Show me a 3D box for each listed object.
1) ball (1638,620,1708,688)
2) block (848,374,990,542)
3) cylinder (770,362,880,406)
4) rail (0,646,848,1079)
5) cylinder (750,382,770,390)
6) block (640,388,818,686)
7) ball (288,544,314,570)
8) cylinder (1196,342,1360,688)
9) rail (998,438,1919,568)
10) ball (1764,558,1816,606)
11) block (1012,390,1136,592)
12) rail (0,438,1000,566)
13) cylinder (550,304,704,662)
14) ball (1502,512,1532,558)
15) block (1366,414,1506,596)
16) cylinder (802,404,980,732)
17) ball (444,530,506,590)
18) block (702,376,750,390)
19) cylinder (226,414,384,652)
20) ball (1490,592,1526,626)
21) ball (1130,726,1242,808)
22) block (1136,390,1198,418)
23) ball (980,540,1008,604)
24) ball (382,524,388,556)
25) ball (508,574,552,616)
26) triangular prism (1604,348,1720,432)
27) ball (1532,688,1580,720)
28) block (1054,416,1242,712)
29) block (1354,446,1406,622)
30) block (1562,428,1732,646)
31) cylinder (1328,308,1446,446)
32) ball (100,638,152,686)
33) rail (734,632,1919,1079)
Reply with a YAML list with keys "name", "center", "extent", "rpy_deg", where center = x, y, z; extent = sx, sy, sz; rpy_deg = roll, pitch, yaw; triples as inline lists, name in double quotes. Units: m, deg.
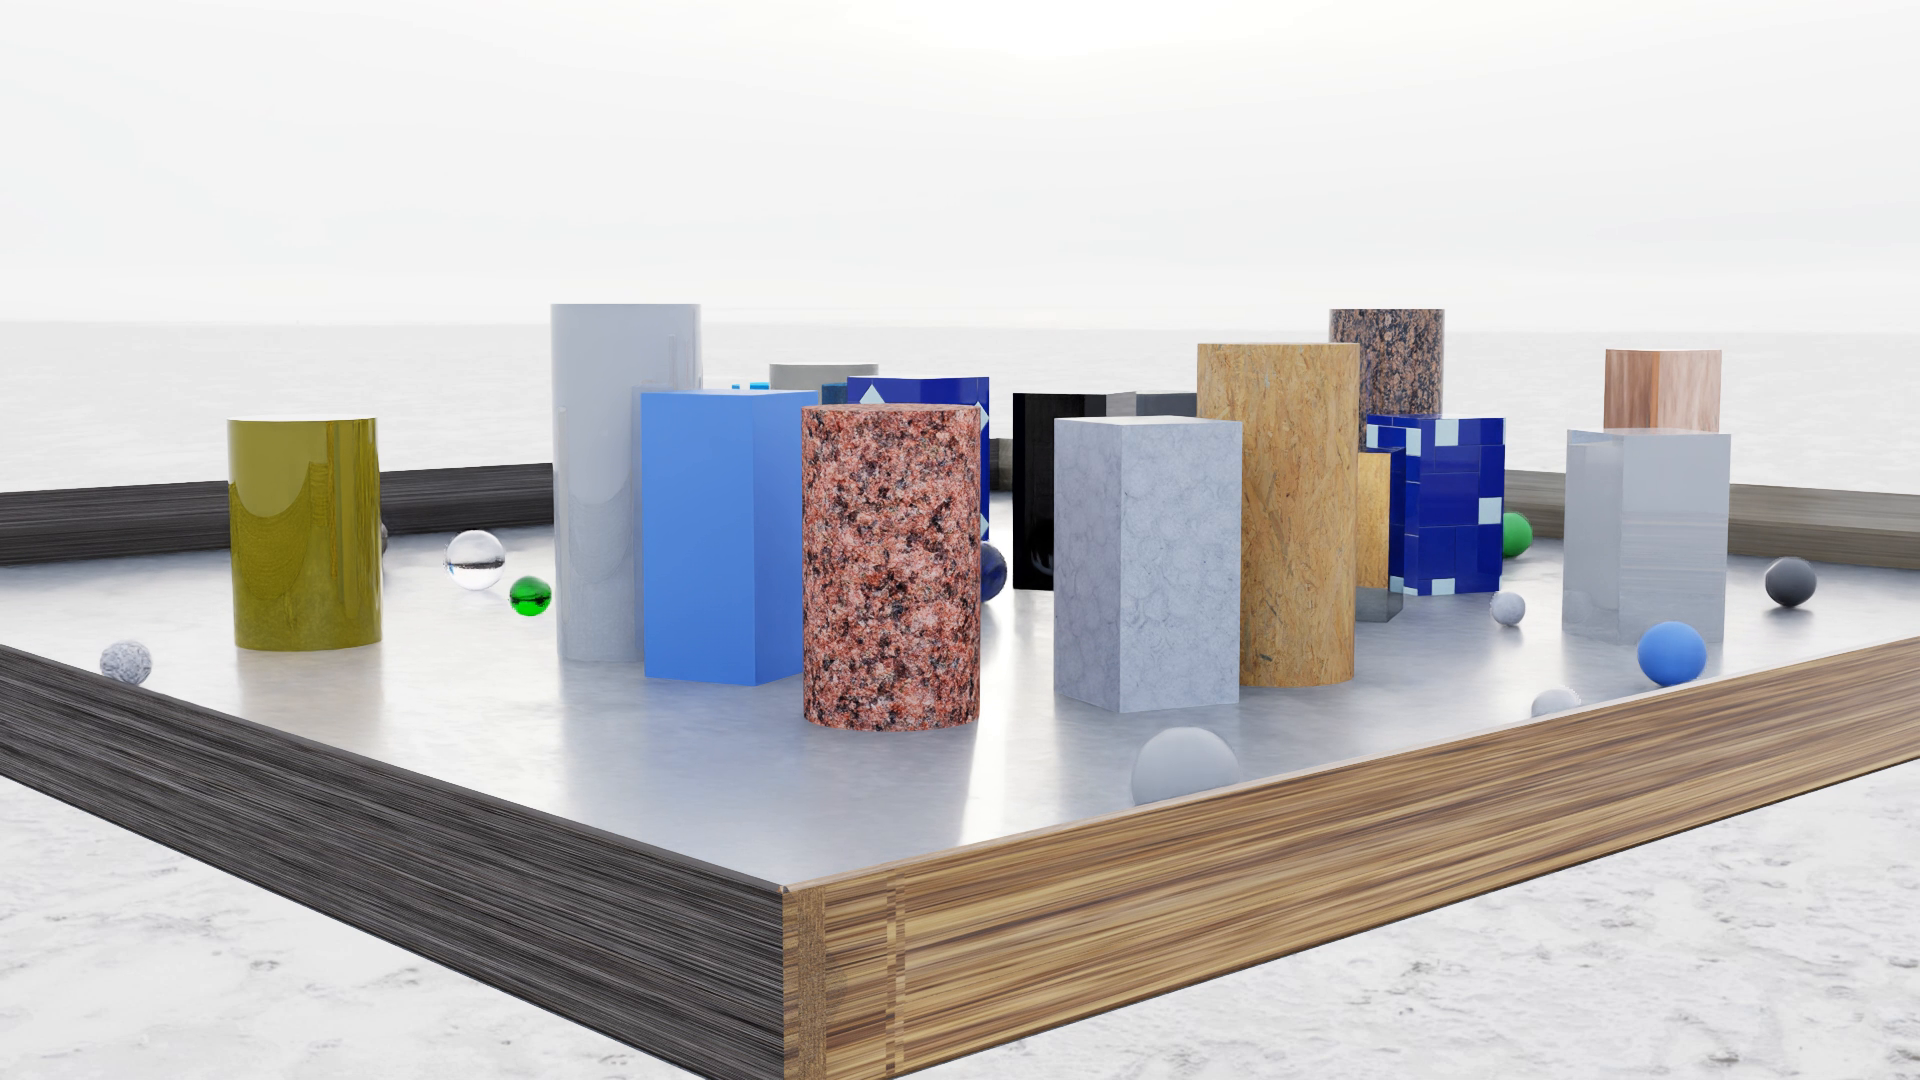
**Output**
- name: "ball"
  center: [0.843, 0.135, 2.602]
  extent: [0.079, 0.079, 0.079]
  rpy_deg: [0, 6, 0]
- name: "block"
  center: [-0.064, -0.083, 3.422]
  extent: [0.156, 0.341, 0.156]
  rpy_deg: [5, 8, 42]
- name: "cylinder"
  center: [-0.240, -0.138, 3.905]
  extent: [0.195, 0.350, 0.195]
  rpy_deg: [0, 6, 0]
- name: "rail"
  center: [-1.096, 0.138, 2.326]
  extent: [0.045, 0.127, 2.997]
  rpy_deg: [-5, 8, -42]
- name: "cylinder"
  center: [-0.355, -0.154, 4.287]
  extent: [0.195, 0.301, 0.195]
  rpy_deg: [0, 6, 0]
- name: "block"
  center: [-0.279, -0.009, 2.693]
  extent: [0.156, 0.345, 0.156]
  rpy_deg: [3, 7, 26]
- name: "ball"
  center: [-1.134, 0.029, 3.782]
  extent: [0.042, 0.042, 0.042]
  rpy_deg: [0, 6, 0]
- name: "cylinder"
  center: [0.385, -0.037, 2.678]
  extent: [0.195, 0.404, 0.195]
  rpy_deg: [0, 6, 0]
- name: "rail"
  center: [1.096, -0.072, 4.338]
  extent: [0.045, 0.127, 2.997]
  rpy_deg: [-5, 8, -42]
- name: "ball"
  center: [1.247, 0.064, 3.303]
  extent: [0.073, 0.073, 0.073]
  rpy_deg: [0, 6, 0]
- name: "block"
  center: [0.185, -0.082, 3.542]
  extent: [0.156, 0.313, 0.156]
  rpy_deg: [2, 6, 22]
- name: "rail"
  center: [-1.000, -0.080, 4.410]
  extent: [3.031, 0.127, 0.045]
  rpy_deg: [-5, 8, -42]
- name: "cylinder"
  center: [-0.431, -0.081, 2.864]
  extent: [0.195, 0.452, 0.195]
  rpy_deg: [0, 6, 0]
- name: "ball"
  center: [0.987, -0.009, 3.957]
  extent: [0.081, 0.081, 0.081]
  rpy_deg: [0, 6, 0]
- name: "block"
  center: [0.758, -0.060, 3.517]
  extent: [0.156, 0.276, 0.156]
  rpy_deg: [-2, 6, -21]
- name: "cylinder"
  center: [-0.075, 0.024, 2.408]
  extent: [0.195, 0.339, 0.195]
  rpy_deg: [0, 6, 0]
- name: "ball"
  center: [-0.770, 0.032, 3.494]
  extent: [0.096, 0.096, 0.096]
  rpy_deg: [0, 6, 0]
- name: "block"
  center: [-0.449, -0.113, 3.768]
  extent: [0.156, 0.329, 0.156]
  rpy_deg: [-2, 6, -15]
- name: "cylinder"
  center: [-0.878, -0.014, 2.954]
  extent: [0.195, 0.301, 0.195]
  rpy_deg: [0, 6, 0]
- name: "ball"
  center: [0.775, 0.097, 3.107]
  extent: [0.049, 0.049, 0.049]
  rpy_deg: [0, 6, 0]
- name: "ball"
  center: [0.192, 0.205, 1.861]
  extent: [0.094, 0.094, 0.094]
  rpy_deg: [0, 6, 0]
- name: "block"
  center: [0.337, -0.110, 3.863]
  extent: [0.156, 0.301, 0.156]
  rpy_deg: [-4, 7, -33]
- name: "ball"
  center: [0.025, 0.048, 3.336]
  extent: [0.097, 0.097, 0.097]
  rpy_deg: [0, 6, 0]
- name: "ball"
  center: [-1.041, 0.000, 3.819]
  extent: [0.094, 0.094, 0.094]
  rpy_deg: [0, 6, 0]
- name: "ball"
  center: [-0.625, 0.080, 3.198]
  extent: [0.062, 0.062, 0.062]
  rpy_deg: [0, 6, 0]
- name: "triangular prism"
  center: [1.059, -0.103, 3.409]
  extent: [0.169, 0.383, 0.146]
  rpy_deg: [-5, 8, -38]
- name: "ball"
  center: [0.625, 0.180, 2.305]
  extent: [0.051, 0.051, 0.051]
  rpy_deg: [0, 6, 0]
- name: "block"
  center: [0.213, 0.022, 2.522]
  extent: [0.156, 0.319, 0.156]
  rpy_deg: [-3, 7, -26]
- name: "block"
  center: [0.562, -0.013, 3.223]
  extent: [0.156, 0.242, 0.156]
  rpy_deg: [2, 6, 20]
- name: "block"
  center: [0.933, -0.008, 2.998]
  extent: [0.156, 0.280, 0.156]
  rpy_deg: [-1, 6, -12]
- name: "cylinder"
  center: [0.725, -0.171, 3.756]
  extent: [0.195, 0.446, 0.195]
  rpy_deg: [0, 6, 0]
- name: "ball"
  center: [-0.983, 0.145, 2.593]
  extent: [0.059, 0.059, 0.059]
  rpy_deg: [0, 6, 0]
- name: "rail"
  center: [1.000, 0.146, 2.254]
  extent: [3.031, 0.127, 0.045]
  rpy_deg: [-5, 8, -42]
